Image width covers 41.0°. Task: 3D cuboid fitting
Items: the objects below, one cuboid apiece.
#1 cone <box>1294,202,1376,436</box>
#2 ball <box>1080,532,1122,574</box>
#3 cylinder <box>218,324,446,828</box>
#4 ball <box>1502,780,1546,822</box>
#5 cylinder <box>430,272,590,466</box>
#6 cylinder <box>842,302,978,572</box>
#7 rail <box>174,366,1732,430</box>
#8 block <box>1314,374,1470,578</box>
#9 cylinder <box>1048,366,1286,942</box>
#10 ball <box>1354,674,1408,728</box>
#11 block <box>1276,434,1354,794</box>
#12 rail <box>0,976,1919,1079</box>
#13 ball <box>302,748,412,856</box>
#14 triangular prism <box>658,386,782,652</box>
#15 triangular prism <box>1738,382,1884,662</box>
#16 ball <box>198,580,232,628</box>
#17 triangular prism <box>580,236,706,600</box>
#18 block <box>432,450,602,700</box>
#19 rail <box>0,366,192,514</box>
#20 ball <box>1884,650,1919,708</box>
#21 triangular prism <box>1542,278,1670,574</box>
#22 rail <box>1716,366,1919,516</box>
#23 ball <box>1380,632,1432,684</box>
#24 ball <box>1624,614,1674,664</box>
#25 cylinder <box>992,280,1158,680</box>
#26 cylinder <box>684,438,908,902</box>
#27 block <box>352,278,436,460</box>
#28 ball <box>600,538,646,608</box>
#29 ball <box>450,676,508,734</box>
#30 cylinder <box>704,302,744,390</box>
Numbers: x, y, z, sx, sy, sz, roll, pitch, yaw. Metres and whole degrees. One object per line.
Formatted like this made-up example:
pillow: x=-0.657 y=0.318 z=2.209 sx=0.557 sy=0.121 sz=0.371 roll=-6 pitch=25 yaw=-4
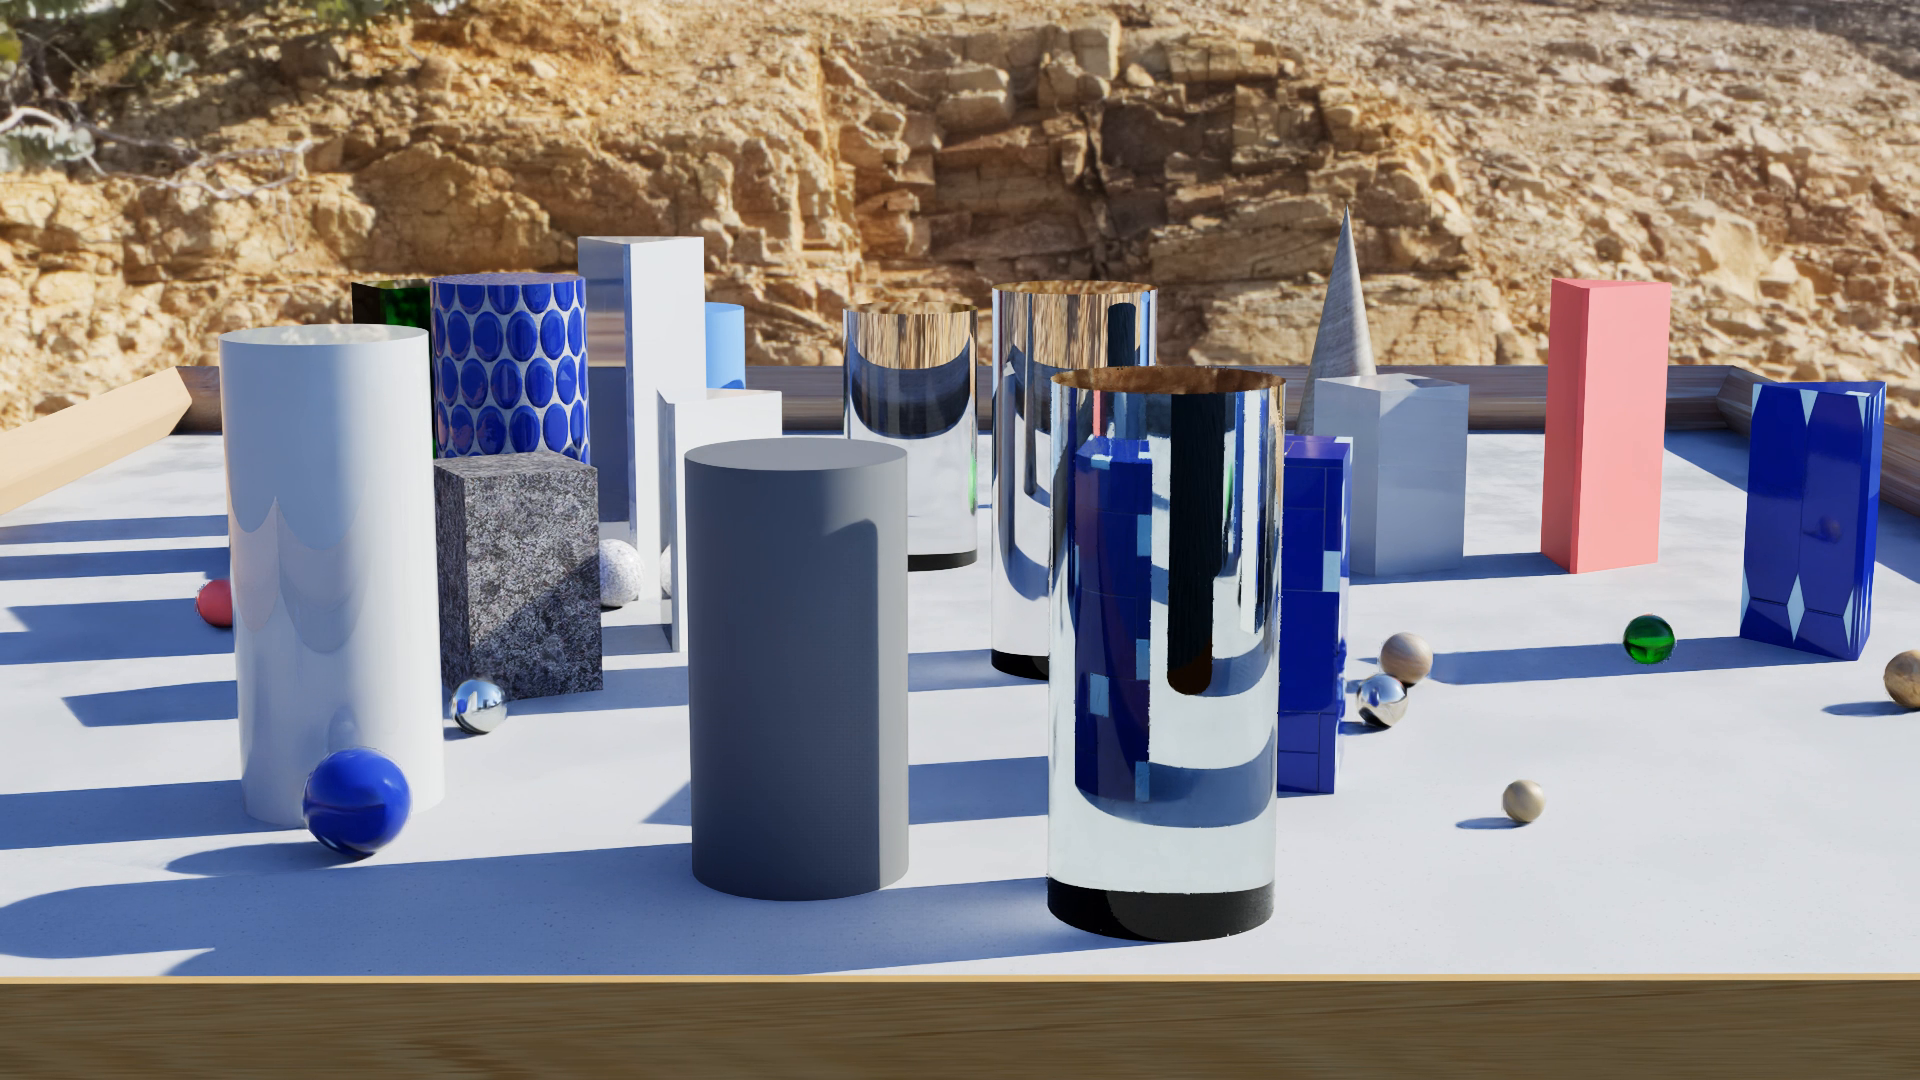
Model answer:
cone: x=0.657 y=-0.328 z=4.398 sx=0.199 sy=0.497 sz=0.199 roll=0 pitch=10 yaw=0
ball: x=0.204 y=0.019 z=3.714 sx=0.062 sy=0.062 sz=0.062 roll=0 pitch=10 yaw=0
cylinder: x=-0.619 y=0.030 z=2.540 sx=0.199 sy=0.469 sz=0.199 roll=0 pitch=10 yaw=0
ball: x=0.550 y=0.254 z=2.501 sx=0.042 sy=0.042 sz=0.042 roll=0 pitch=10 yaw=0
cylinder: x=-0.585 y=-0.115 z=3.360 sx=0.199 sy=0.455 sz=0.199 roll=0 pitch=10 yaw=0
cylinder: x=-0.073 y=-0.157 z=3.805 sx=0.199 sy=0.376 sz=0.199 roll=0 pitch=10 yaw=0
rail: x=-0.010 y=-0.283 z=5.160 sx=3.144 sy=0.129 sz=0.045 roll=0 pitch=10 yaw=0
block: x=0.632 y=-0.099 z=3.783 sx=0.159 sy=0.270 sz=0.159 roll=-5 pitch=12 yaw=-27
cylinder: x=0.176 y=0.092 z=2.215 sx=0.199 sy=0.464 sz=0.199 roll=0 pitch=10 yaw=0
ball: x=0.470 y=0.179 z=2.860 sx=0.059 sy=0.059 sz=0.059 roll=0 pitch=10 yaw=0
block: x=0.317 y=0.072 z=2.659 sx=0.159 sy=0.343 sz=0.159 roll=2 pitch=11 yaw=12
rail: x=0.010 y=0.350 z=1.738 sx=3.144 sy=0.129 sz=0.045 roll=0 pitch=10 yaw=0
ball: x=-0.564 y=0.244 z=2.396 sx=0.100 sy=0.100 sz=0.100 roll=0 pitch=10 yaw=0
triangular prism: x=-0.342 y=-0.034 z=3.309 sx=0.173 sy=0.315 sz=0.149 roll=-9 pitch=14 yaw=-41
triangular prism: x=1.118 y=-0.032 z=3.260 sx=0.149 sy=0.329 sz=0.173 roll=-7 pitch=13 yaw=-35
ball: x=-0.968 y=0.083 z=3.368 sx=0.064 sy=0.064 sz=0.064 roll=0 pitch=10 yaw=0
triangular prism: x=-0.469 y=-0.177 z=3.602 sx=0.149 sy=0.490 sz=0.173 roll=6 pitch=12 yaw=30
block: x=-0.530 y=0.041 z=3.042 sx=0.159 sy=0.265 sz=0.159 roll=-6 pitch=12 yaw=-27
rail: x=-1.548 y=0.035 z=3.440 sx=0.045 sy=0.129 sz=3.528 roll=0 pitch=10 yaw=0
ball: x=1.096 y=0.159 z=2.947 sx=0.066 sy=0.066 sz=0.066 roll=0 pitch=10 yaw=0
triangular prism: x=0.923 y=-0.174 z=3.794 sx=0.173 sy=0.414 sz=0.149 roll=-7 pitch=12 yaw=-32
rail: x=1.548 y=0.032 z=3.457 sx=0.045 sy=0.129 sz=3.528 roll=0 pitch=10 yaw=0
ball: x=0.532 y=0.141 z=3.056 sx=0.063 sy=0.063 sz=0.063 roll=0 pitch=10 yaw=0
ball: x=0.849 y=0.122 z=3.161 sx=0.061 sy=0.061 sz=0.061 roll=0 pitch=10 yaw=0
cylinder: x=0.138 y=-0.076 z=3.128 sx=0.199 sy=0.463 sz=0.199 roll=0 pitch=10 yaw=0
cylinder: x=-0.147 y=0.112 z=2.328 sx=0.199 sy=0.385 sz=0.199 roll=0 pitch=10 yaw=0
block: x=-0.876 y=-0.226 z=4.162 sx=0.159 sy=0.381 sz=0.159 roll=-6 pitch=12 yaw=-31
ball: x=-0.475 y=0.045 z=3.488 sx=0.094 sy=0.094 sz=0.094 roll=0 pitch=10 yaw=0
ball: x=-0.531 y=0.182 z=2.834 sx=0.062 sy=0.062 sz=0.062 roll=0 pitch=10 yaw=0
cylinder: x=-0.421 y=-0.162 z=3.847 sx=0.199 sy=0.371 sz=0.199 roll=0 pitch=10 yaw=0
